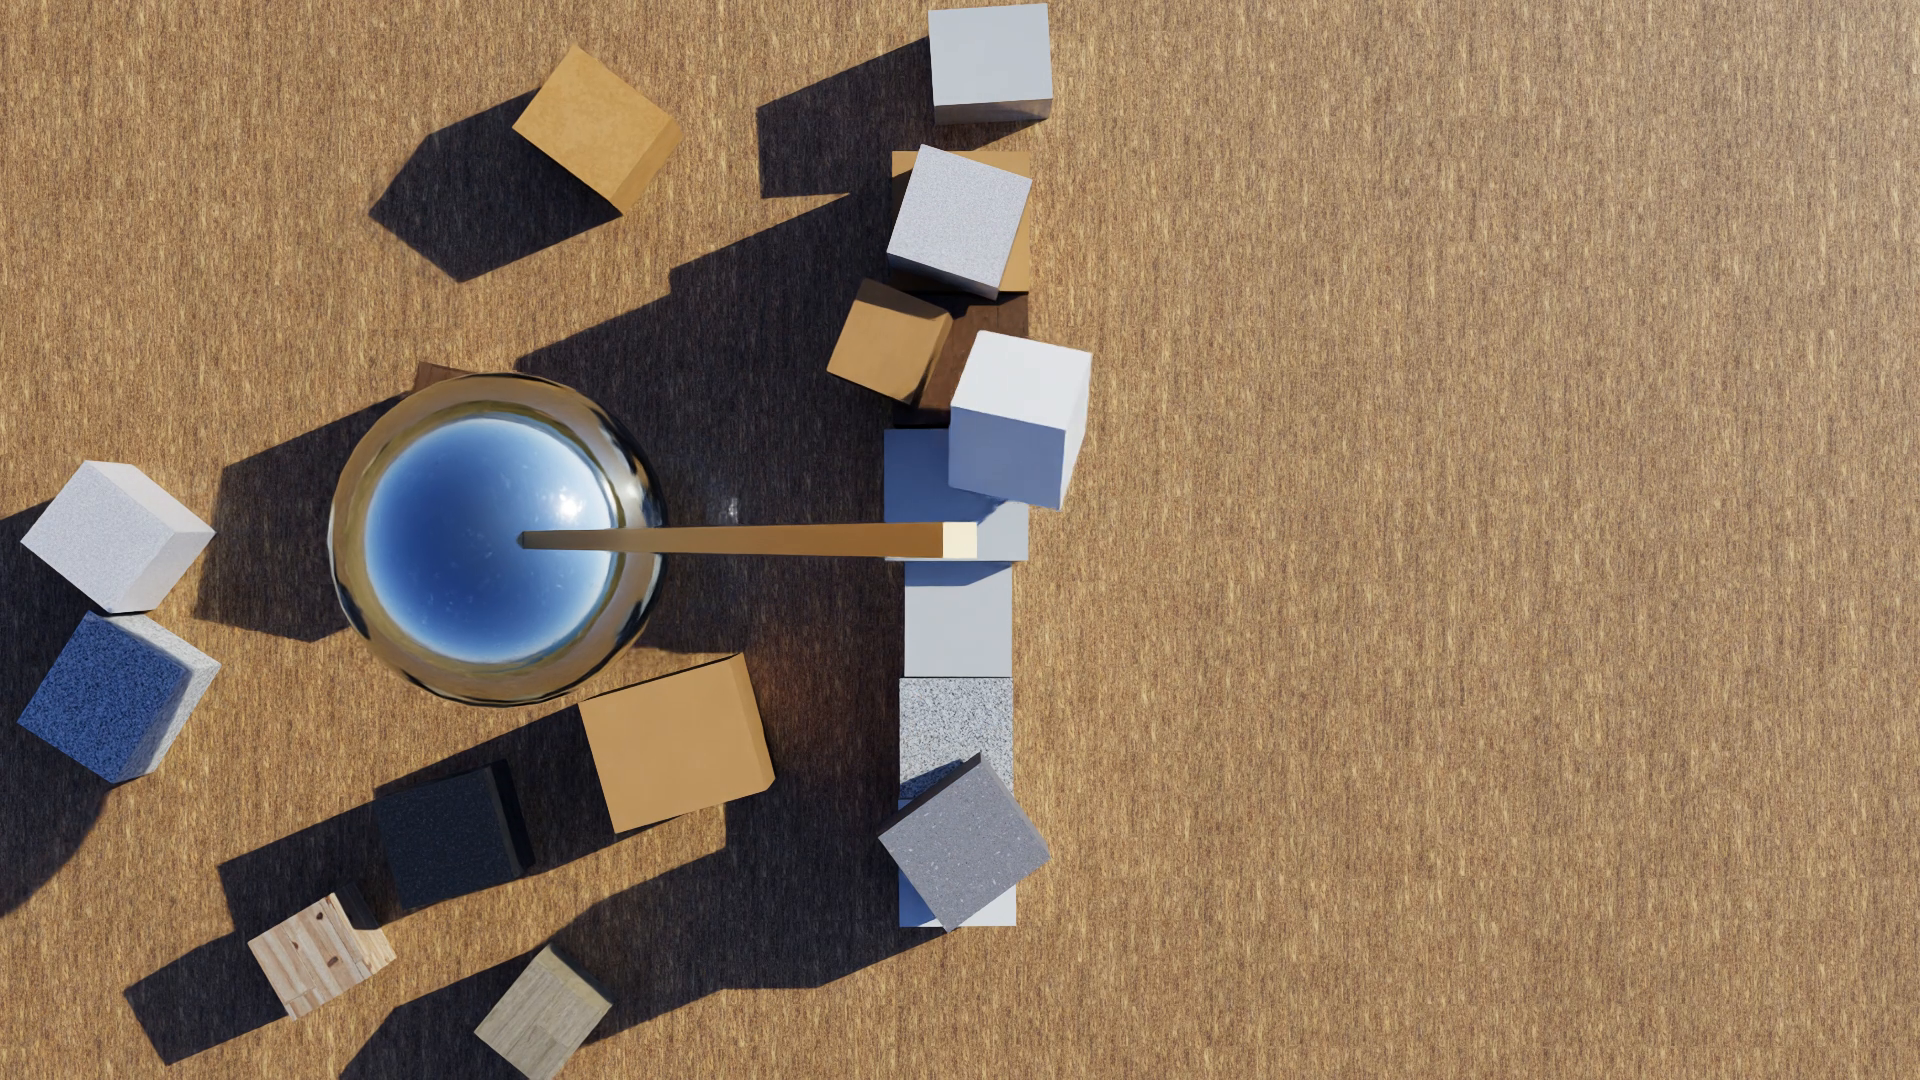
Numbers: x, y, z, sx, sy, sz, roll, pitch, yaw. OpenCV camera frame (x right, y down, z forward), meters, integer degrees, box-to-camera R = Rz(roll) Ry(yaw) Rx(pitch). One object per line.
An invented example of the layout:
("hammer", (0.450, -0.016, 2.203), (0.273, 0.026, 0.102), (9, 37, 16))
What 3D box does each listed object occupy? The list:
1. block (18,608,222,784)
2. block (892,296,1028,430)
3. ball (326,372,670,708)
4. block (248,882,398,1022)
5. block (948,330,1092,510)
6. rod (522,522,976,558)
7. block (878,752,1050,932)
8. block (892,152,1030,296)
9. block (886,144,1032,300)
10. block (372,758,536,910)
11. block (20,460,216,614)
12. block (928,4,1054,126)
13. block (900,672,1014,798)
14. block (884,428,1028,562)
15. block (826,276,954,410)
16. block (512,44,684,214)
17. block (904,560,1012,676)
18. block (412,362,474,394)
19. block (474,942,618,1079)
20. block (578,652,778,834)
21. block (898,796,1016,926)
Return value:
("block", (-4.834, 0.882, 12.683), (0.642, 0.633, 0.752), (33, 90, 0))
("block", (0.003, -1.009, 12.660), (0.759, 0.679, 0.725), (0, 90, 0))
("ball", (-2.179, 0.000, 10.449), (1.600, 1.600, 1.600), (0, 90, 0))
("block", (-3.685, 2.374, 12.735), (0.528, 0.531, 0.518), (-30, 90, 0))
("block", (0.320, -0.646, 11.840), (0.622, 0.641, 0.582), (13, 51, 9))
("rod", (-0.944, 0.000, 7.281), (0.080, 5.200, 0.080), (0, 90, -21))
("block", (0.024, 1.639, 12.016), (0.679, 0.619, 0.633), (-36, 90, 0))
("block", (0.004, -1.773, 12.611), (0.763, 0.777, 0.776), (0, 90, 0))
("block", (-0.002, -1.710, 11.909), (0.617, 0.627, 0.600), (18, 90, 0))
("block", (-2.909, 1.687, 12.685), (0.655, 0.629, 0.640), (-16, 90, 0))
("block", (-4.825, -0.018, 12.652), (0.642, 0.695, 0.584), (39, 90, 0))
("block", (0.172, -2.739, 12.702), (0.673, 0.596, 0.537), (-4, 90, 0))
("block", (-0.020, 1.115, 12.695), (0.638, 0.609, 0.669), (0, 90, 0))
("block", (-0.021, -0.251, 12.618), (0.800, 0.764, 0.734), (0, 90, 0))
("block", (-0.378, -1.071, 12.066), (0.491, 0.509, 0.545), (22, 91, 3))
("block", (-2.083, -2.362, 12.719), (0.688, 0.562, 0.591), (37, 90, 0))
("block", (-0.010, 0.447, 12.720), (0.605, 0.560, 0.652), (0, 90, 0))
("block", (-2.744, -0.477, 12.608), (0.723, 0.784, 0.907), (12, 90, 0))
("block", (-2.390, 2.746, 12.732), (0.513, 0.535, 0.538), (39, 90, 0))
("block", (-1.600, 1.148, 12.609), (0.874, 0.781, 0.756), (-16, 90, 0))
("block", (-0.016, 1.810, 12.662), (0.654, 0.675, 0.710), (-1, 90, 0))
